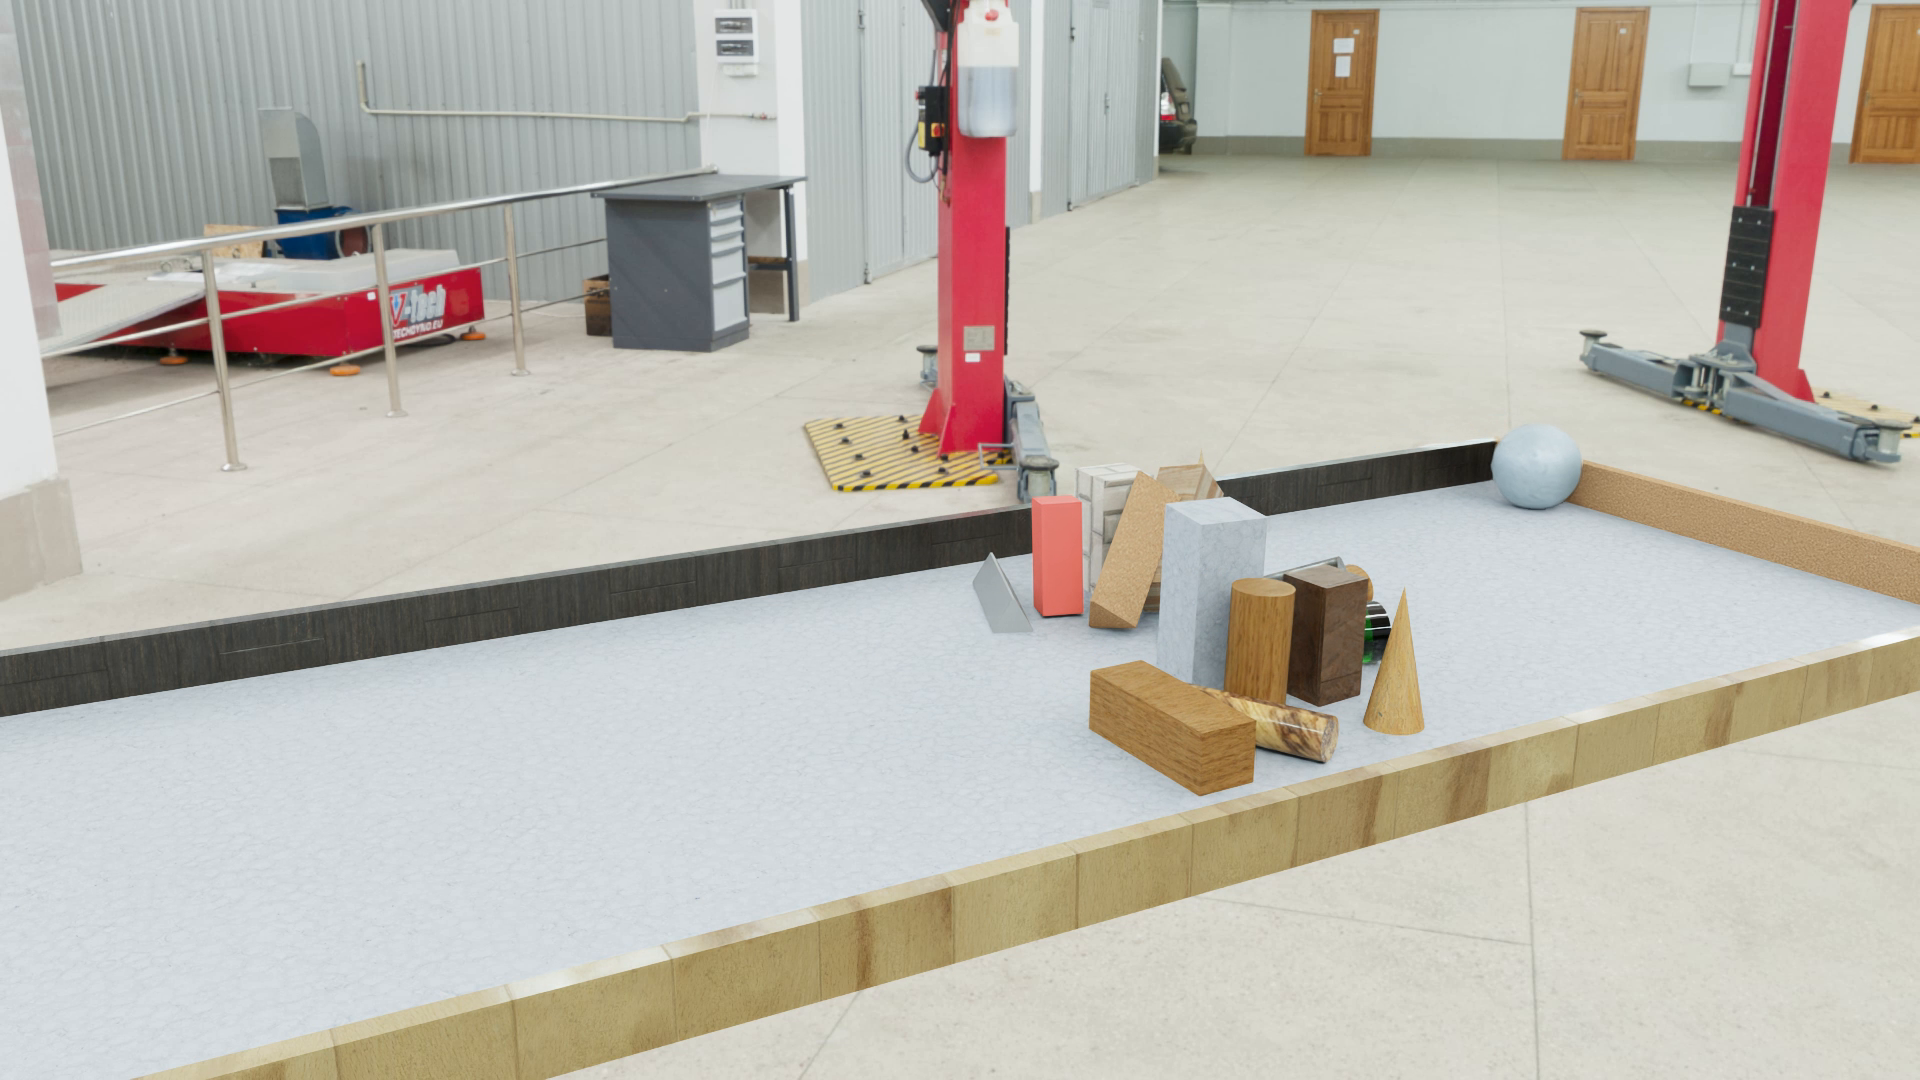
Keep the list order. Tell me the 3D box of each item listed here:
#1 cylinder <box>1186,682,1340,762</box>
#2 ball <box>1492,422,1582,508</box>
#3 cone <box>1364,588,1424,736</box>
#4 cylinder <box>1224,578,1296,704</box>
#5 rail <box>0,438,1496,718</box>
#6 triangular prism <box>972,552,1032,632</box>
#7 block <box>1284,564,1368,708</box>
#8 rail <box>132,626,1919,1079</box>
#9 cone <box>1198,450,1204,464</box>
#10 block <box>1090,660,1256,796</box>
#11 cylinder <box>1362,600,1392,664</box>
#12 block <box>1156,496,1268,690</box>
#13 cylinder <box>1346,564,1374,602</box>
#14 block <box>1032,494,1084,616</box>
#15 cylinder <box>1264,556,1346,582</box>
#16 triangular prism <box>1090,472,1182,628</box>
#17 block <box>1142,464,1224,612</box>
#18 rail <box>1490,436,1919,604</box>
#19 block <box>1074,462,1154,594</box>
[{"bbox_3d":[0.667,0.413,3.764,0.374,0.105,0.105,11,20,32],"label":"cylinder"},{"bbox_3d":[1.993,-0.257,5.706,0.295,0.295,0.295,0,16,0],"label":"ball"},{"bbox_3d":[1.021,0.268,3.836,0.141,0.341,0.141,0,16,0],"label":"cone"},{"bbox_3d":[0.698,0.266,3.861,0.146,0.327,0.146,2,16,0],"label":"cylinder"},{"bbox_3d":[-3.305,0.497,3.399,12.000,0.150,0.050,-9,18,-27],"label":"rail"},{"bbox_3d":[0.118,0.144,4.688,0.110,0.095,0.438,-2,16,-7],"label":"triangular prism"},{"bbox_3d":[0.885,0.231,4.033,0.143,0.301,0.143,-11,20,-32],"label":"block"},{"bbox_3d":[-2.336,1.006,1.665,12.000,0.150,0.050,-9,18,-27],"label":"rail"},{"bbox_3d":[0.706,-0.073,4.832,0.156,0.459,0.156,4,-28,2],"label":"cone"},{"bbox_3d":[0.468,0.413,3.691,0.145,0.145,0.422,-9,19,-28],"label":"block"},{"bbox_3d":[0.923,0.248,4.232,0.322,0.158,0.158,-4,17,-15],"label":"cylinder"},{"bbox_3d":[0.612,0.146,4.032,0.178,0.458,0.178,-6,20,-20],"label":"block"},{"bbox_3d":[0.970,0.168,4.537,0.357,0.139,0.139,-13,21,-37],"label":"cylinder"},{"bbox_3d":[0.274,0.042,4.632,0.116,0.316,0.116,-4,12,-10],"label":"block"},{"bbox_3d":[0.799,0.157,4.344,0.441,0.119,0.119,-16,10,23],"label":"cylinder"},{"bbox_3d":[0.459,0.022,4.552,0.148,0.129,0.438,-1,54,37],"label":"triangular prism"},{"bbox_3d":[0.609,-0.007,4.678,0.142,0.142,0.407,-3,53,36],"label":"block"},{"bbox_3d":[2.466,-0.048,5.253,0.050,0.150,2.100,-9,18,-27],"label":"rail"},{"bbox_3d":[0.447,-0.030,4.836,0.168,0.351,0.168,-8,18,-25],"label":"block"}]
